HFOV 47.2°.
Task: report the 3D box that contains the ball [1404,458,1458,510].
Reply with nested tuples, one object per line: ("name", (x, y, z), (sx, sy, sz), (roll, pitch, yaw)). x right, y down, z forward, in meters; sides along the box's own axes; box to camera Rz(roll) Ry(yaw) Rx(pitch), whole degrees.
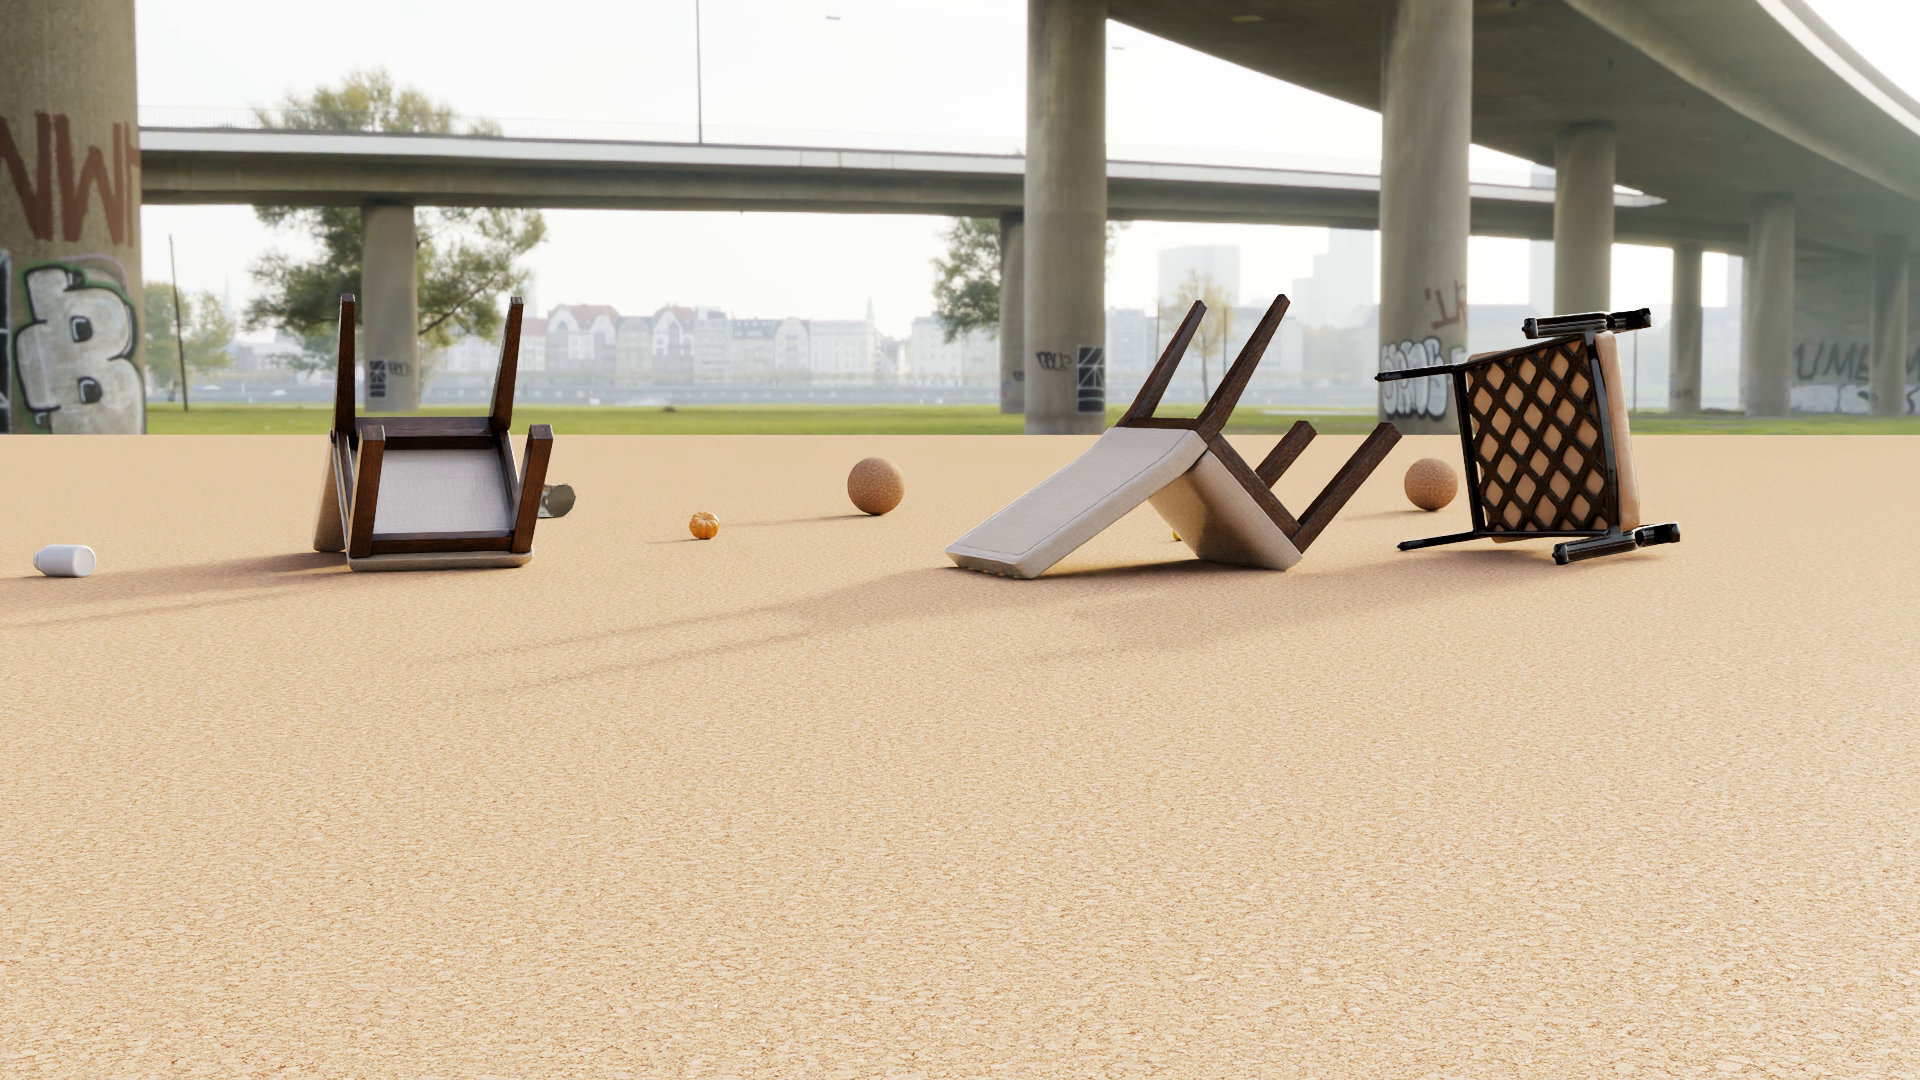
("ball", (1.741, -0.207, 8.126), (0.197, 0.197, 0.197), (0, 4, 0))

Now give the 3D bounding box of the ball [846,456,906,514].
("ball", (-0.299, -0.193, 7.840), (0.209, 0.209, 0.209), (0, 4, 0))

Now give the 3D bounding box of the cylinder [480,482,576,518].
("cylinder", (-1.520, -0.140, 7.732), (0.262, 0.116, 0.206), (1, 11, 19))
